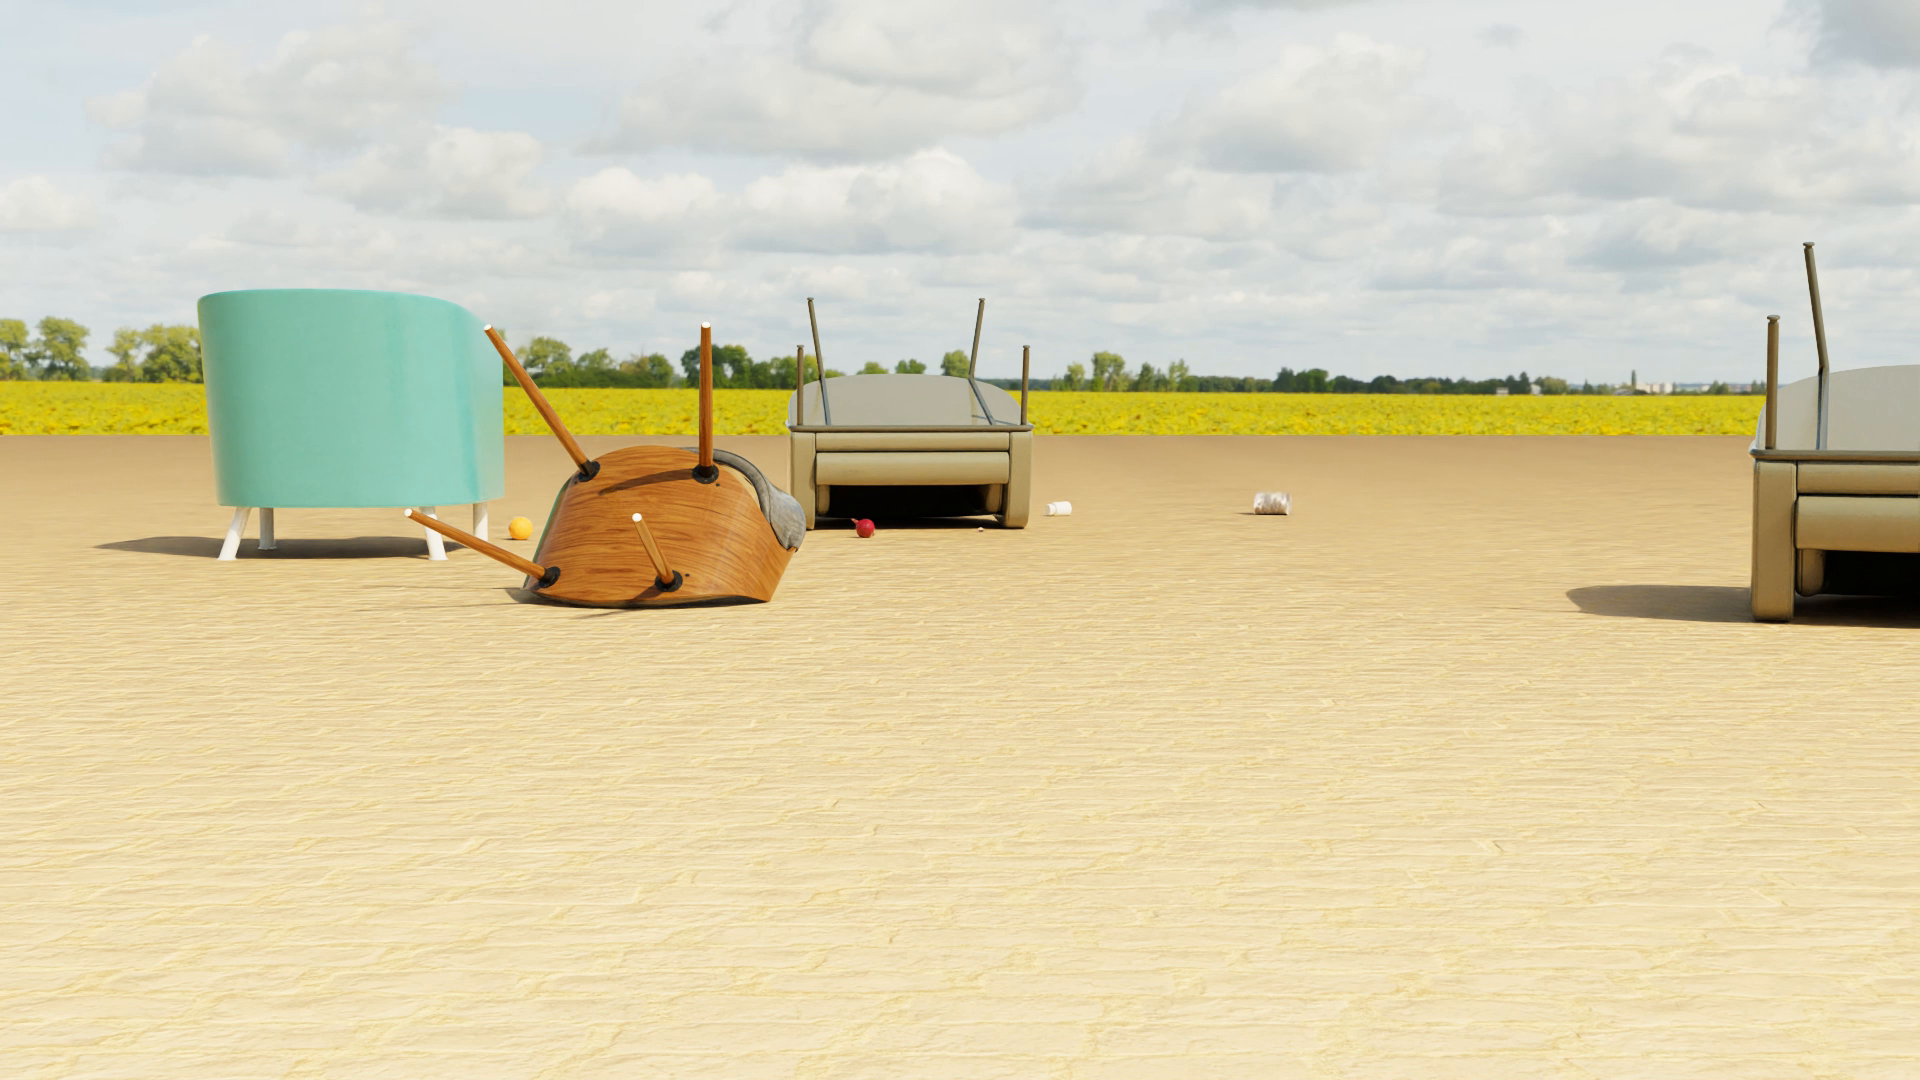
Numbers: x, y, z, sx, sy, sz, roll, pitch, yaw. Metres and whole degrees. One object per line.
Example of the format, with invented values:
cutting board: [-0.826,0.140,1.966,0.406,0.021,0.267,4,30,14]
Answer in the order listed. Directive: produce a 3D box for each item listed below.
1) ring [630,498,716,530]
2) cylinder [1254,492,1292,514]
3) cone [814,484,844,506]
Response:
ring: [-0.924,-0.082,7.086,0.272,0.092,0.264,-1,5,-5]
cylinder: [1.120,-0.131,7.868,0.111,0.080,0.121,1,8,19]
cone: [-0.529,-0.153,8.468,0.095,0.094,0.162,-35,27,-33]
